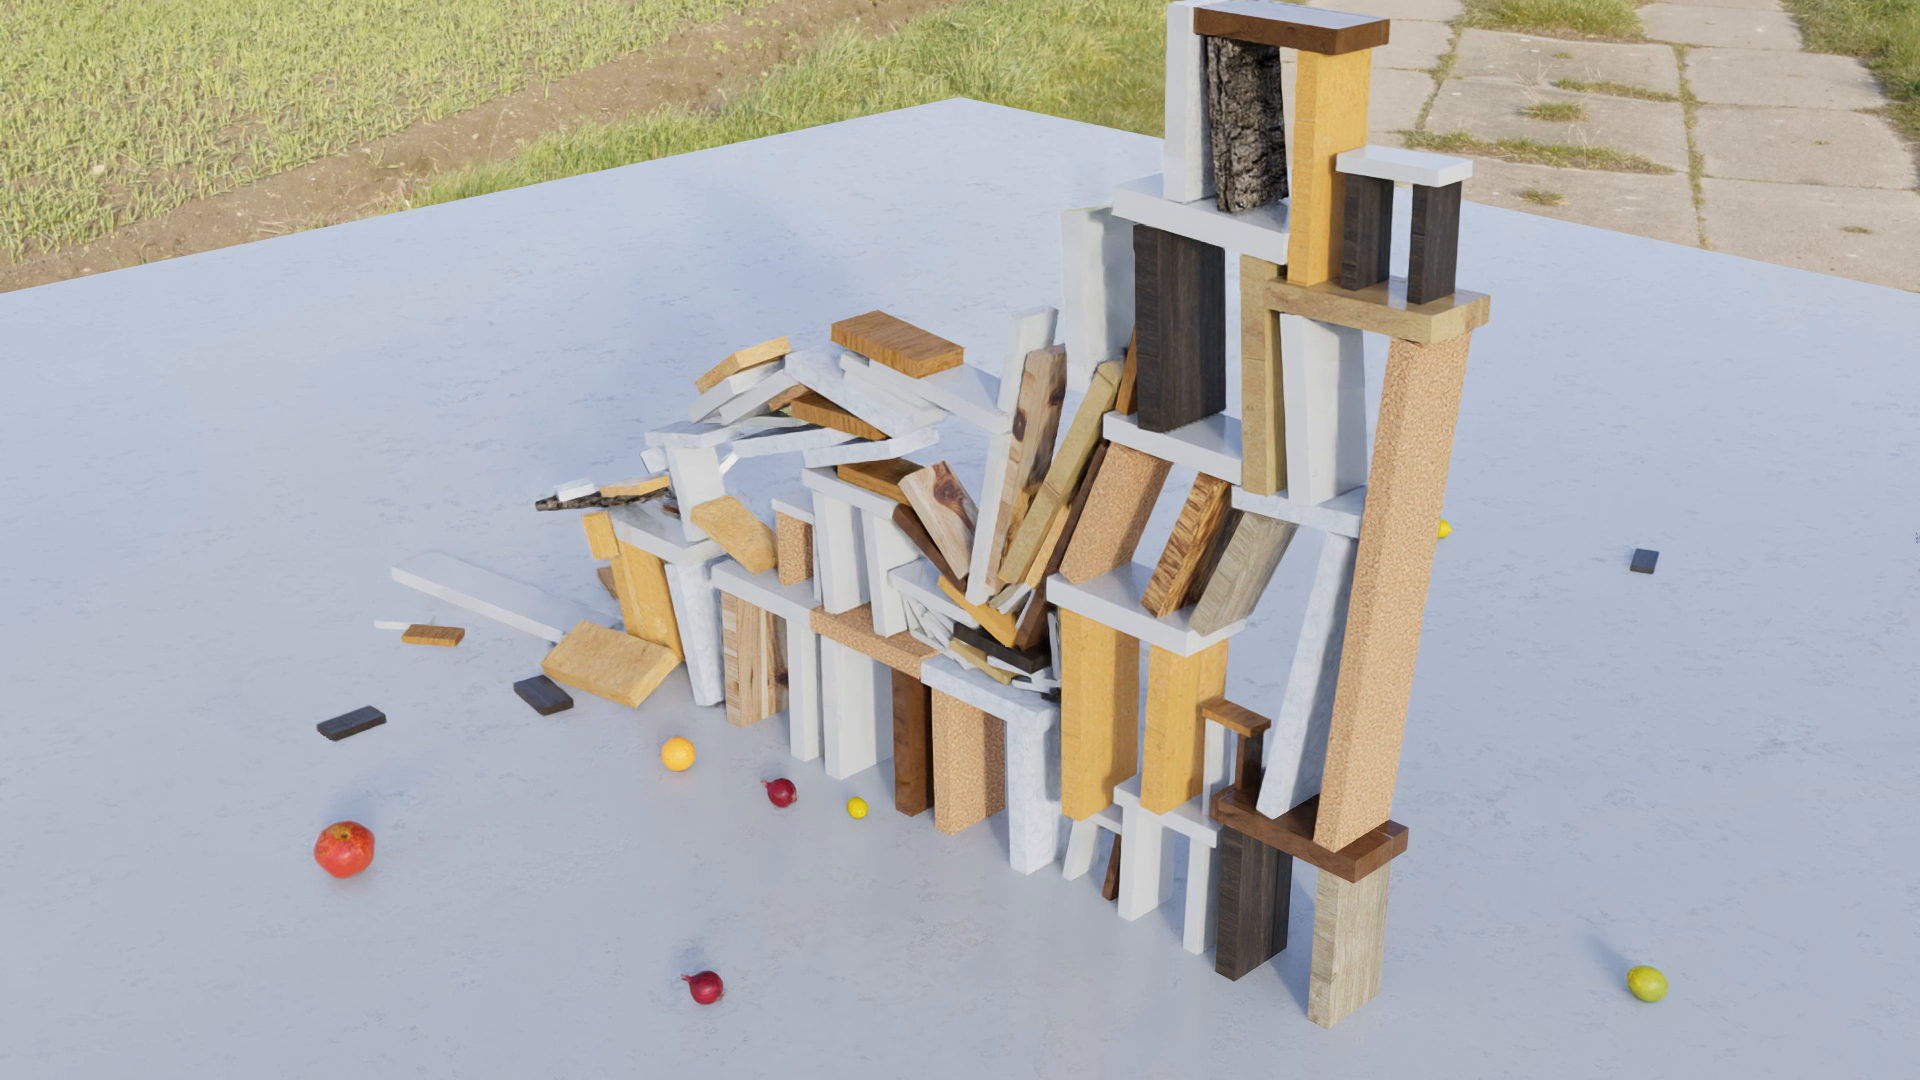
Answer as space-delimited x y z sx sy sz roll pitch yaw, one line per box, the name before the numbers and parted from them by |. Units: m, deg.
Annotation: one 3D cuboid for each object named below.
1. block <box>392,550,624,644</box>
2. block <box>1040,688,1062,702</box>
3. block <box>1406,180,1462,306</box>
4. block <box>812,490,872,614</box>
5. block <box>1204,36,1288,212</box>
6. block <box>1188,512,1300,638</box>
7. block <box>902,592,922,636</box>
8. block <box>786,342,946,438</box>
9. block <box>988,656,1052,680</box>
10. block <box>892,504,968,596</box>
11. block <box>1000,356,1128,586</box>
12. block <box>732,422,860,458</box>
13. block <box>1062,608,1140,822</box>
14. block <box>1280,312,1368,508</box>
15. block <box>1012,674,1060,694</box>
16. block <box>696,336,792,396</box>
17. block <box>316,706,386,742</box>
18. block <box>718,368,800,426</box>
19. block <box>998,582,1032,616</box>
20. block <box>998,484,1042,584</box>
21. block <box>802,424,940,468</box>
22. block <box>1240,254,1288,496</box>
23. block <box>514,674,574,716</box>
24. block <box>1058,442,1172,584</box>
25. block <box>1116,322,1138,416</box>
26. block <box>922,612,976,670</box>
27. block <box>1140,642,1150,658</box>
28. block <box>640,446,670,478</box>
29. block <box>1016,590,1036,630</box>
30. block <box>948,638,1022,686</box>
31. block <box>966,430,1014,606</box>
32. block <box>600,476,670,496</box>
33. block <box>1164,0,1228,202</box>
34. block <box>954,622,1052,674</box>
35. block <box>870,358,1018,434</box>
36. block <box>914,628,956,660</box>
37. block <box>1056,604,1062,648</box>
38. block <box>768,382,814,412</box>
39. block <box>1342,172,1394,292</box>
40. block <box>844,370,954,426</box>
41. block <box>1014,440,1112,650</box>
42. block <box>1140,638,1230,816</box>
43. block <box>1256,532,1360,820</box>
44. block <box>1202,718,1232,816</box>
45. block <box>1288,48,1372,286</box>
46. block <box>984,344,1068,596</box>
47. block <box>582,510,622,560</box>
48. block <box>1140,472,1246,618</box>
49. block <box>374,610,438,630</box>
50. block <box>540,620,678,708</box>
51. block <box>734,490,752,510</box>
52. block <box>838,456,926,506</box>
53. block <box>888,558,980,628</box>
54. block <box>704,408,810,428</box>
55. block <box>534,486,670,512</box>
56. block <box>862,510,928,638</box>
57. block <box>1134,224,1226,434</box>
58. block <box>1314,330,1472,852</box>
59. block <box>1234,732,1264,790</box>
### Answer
block | -1.112 0.145 5.371 0.690 0.037 0.131 17 28 34
block | 0.204 0.288 4.117 0.050 0.014 0.100 -22 18 -40
block | 0.706 -0.448 3.272 0.090 0.179 0.025 -21 29 -41
block | -0.227 0.009 4.469 0.129 0.257 0.036 -21 24 -41
block | 0.453 -0.663 3.462 0.135 0.269 0.038 -21 22 -40
block | 0.487 0.041 3.711 0.131 0.263 0.037 -21 55 -40
block | -0.084 0.132 4.375 0.054 0.108 0.015 -20 11 -39
block | -0.185 -0.297 4.288 0.136 0.039 0.319 -22 42 -40
block | 0.121 0.231 4.171 0.129 0.018 0.064 14 27 41
block | -0.019 0.005 4.232 0.110 0.031 0.221 -22 59 -40
block | 0.224 -0.127 3.936 0.153 0.491 0.043 -19 55 -43
block | -0.317 -0.212 4.478 0.306 0.037 0.131 -5 13 46
block | 0.260 0.298 4.068 0.046 0.422 0.164 19 30 41
block | 0.581 -0.223 3.496 0.154 0.308 0.044 -21 23 -40
block | 0.151 0.269 4.163 0.050 0.014 0.100 -20 18 -39
block | -0.449 -0.358 4.544 0.121 0.034 0.242 -22 0 -28
block | -1.326 0.400 4.794 0.131 0.019 0.066 -21 31 -40
block | -0.370 -0.308 4.508 0.136 0.039 0.273 -22 -1 -36
block | 0.124 0.101 4.119 0.058 0.116 0.016 -17 70 -39
block | 0.131 -0.015 4.079 0.093 0.186 0.026 -16 39 -44
block | -0.177 -0.185 4.339 0.131 0.037 0.261 -21 12 -41
block | 0.528 -0.281 3.548 0.173 0.389 0.049 -21 26 -40
block | -0.931 0.347 4.916 0.075 0.021 0.150 -15 27 -32
block | 0.284 -0.064 3.887 0.150 0.301 0.043 -21 54 -40
block | 0.322 -0.307 3.736 0.092 0.184 0.026 -21 44 -40
block | -0.002 0.189 4.296 0.072 0.020 0.144 -19 55 -38
block | 0.475 0.247 5.156 0.117 0.017 0.059 -16 28 -33
block | -0.653 -0.187 4.929 0.114 0.016 0.057 -22 69 -20
block | 0.149 0.116 4.097 0.058 0.116 0.016 -17 53 -44
block | 0.057 0.222 4.238 0.144 0.020 0.072 33 39 25
block | 0.081 -0.052 4.086 0.105 0.369 0.030 -22 43 -40
block | -0.728 -0.121 4.925 0.082 0.023 0.164 -21 12 -39
block | 0.392 -0.705 3.502 0.043 0.307 0.153 19 30 40
block | 0.095 0.190 4.177 0.203 0.029 0.102 24 34 39
block | -0.006 -0.287 4.090 0.121 0.034 0.359 -20 35 -38
block | -0.032 0.199 4.332 0.054 0.015 0.117 -19 33 -38
block | 0.213 0.170 4.056 0.018 0.179 0.064 11 25 44
block | -0.322 -0.297 4.442 0.071 0.020 0.142 -21 -2 -37
block | 0.622 -0.477 3.351 0.090 0.179 0.025 -21 29 -41
block | -0.111 -0.287 4.220 0.211 0.030 0.105 30 38 33
block | 0.212 0.007 3.978 0.092 0.502 0.026 -22 56 -39
block | 0.401 0.312 3.916 0.046 0.328 0.164 23 32 39
block | 0.603 0.213 3.658 0.131 0.557 0.037 -21 42 -41
block | 0.457 0.395 3.900 0.054 0.189 0.015 -20 30 -39
block | 0.565 -0.577 3.368 0.038 0.355 0.135 20 30 41
block | 0.124 -0.124 4.030 0.093 0.497 0.026 -20 42 -41
block | -0.800 -0.010 4.910 0.057 0.114 0.016 -7 32 7
block | 0.420 -0.008 3.756 0.150 0.301 0.043 -20 54 -39
block | -1.331 0.193 5.283 0.131 0.019 0.066 2 23 6
block | -0.793 0.277 4.960 0.299 0.042 0.149 15 51 37
block | -0.520 -0.037 4.962 0.014 0.154 0.049 27 2 -40
block | -0.124 -0.121 4.308 0.110 0.031 0.220 -21 31 -40
block | -0.023 0.101 4.285 0.102 0.029 0.235 -21 35 -40
block | -0.419 -0.262 4.664 0.071 0.020 0.355 -20 16 -36
block | -0.824 -0.095 5.044 0.406 0.023 0.082 -3 14 45
block | -0.122 0.050 4.371 0.129 0.257 0.036 -20 22 -39
block | 0.370 -0.368 3.671 0.173 0.346 0.049 -21 27 -40
block | 0.686 0.086 3.510 0.154 0.902 0.044 -21 35 -40
block | 0.505 0.378 3.839 0.054 0.109 0.015 -21 32 -41
